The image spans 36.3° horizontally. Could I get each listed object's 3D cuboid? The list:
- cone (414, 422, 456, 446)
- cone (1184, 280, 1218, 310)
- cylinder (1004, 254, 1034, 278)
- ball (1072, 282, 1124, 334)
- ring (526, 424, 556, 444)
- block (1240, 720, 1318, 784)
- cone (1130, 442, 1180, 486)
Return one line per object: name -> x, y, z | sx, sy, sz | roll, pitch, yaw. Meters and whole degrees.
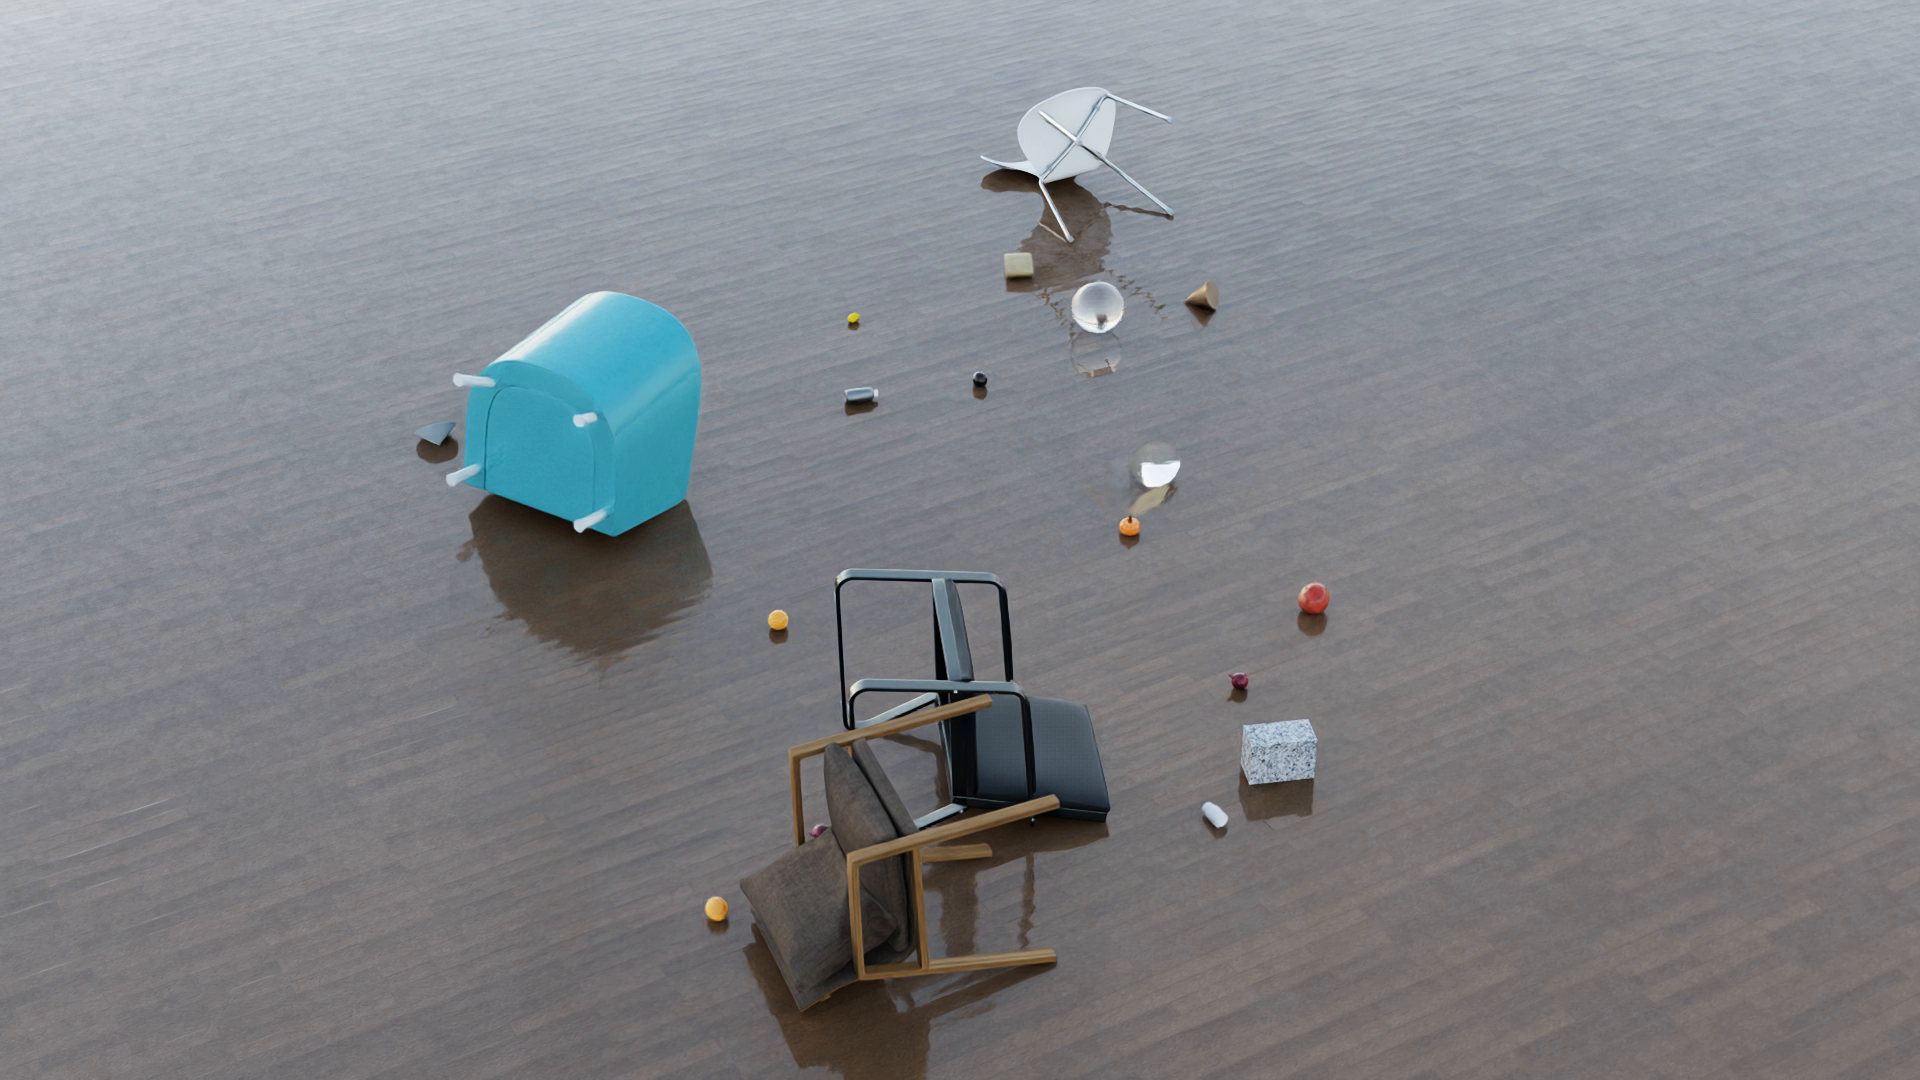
cone -> -2.053, -0.403, 11.515 | 0.168, 0.114, 0.074 | -14, 74, -11
cone -> 1.009, -1.026, 12.451 | 0.139, 0.123, 0.147 | -12, 30, 27
cylinder -> 0.253, -1.187, 12.674 | 0.114, 0.077, 0.131 | -3, 44, -5
ball -> 0.573, -0.971, 12.220 | 0.217, 0.217, 0.217 | 0, 33, 0
ring -> -1.650, -0.419, 11.544 | 0.116, 0.040, 0.103 | -21, 38, -27
block -> 1.058, 0.703, 9.733 | 0.221, 0.158, 0.117 | -5, 34, -8
cone -> 0.707, -0.298, 11.324 | 0.216, 0.175, 0.184 | -5, 6, -27
